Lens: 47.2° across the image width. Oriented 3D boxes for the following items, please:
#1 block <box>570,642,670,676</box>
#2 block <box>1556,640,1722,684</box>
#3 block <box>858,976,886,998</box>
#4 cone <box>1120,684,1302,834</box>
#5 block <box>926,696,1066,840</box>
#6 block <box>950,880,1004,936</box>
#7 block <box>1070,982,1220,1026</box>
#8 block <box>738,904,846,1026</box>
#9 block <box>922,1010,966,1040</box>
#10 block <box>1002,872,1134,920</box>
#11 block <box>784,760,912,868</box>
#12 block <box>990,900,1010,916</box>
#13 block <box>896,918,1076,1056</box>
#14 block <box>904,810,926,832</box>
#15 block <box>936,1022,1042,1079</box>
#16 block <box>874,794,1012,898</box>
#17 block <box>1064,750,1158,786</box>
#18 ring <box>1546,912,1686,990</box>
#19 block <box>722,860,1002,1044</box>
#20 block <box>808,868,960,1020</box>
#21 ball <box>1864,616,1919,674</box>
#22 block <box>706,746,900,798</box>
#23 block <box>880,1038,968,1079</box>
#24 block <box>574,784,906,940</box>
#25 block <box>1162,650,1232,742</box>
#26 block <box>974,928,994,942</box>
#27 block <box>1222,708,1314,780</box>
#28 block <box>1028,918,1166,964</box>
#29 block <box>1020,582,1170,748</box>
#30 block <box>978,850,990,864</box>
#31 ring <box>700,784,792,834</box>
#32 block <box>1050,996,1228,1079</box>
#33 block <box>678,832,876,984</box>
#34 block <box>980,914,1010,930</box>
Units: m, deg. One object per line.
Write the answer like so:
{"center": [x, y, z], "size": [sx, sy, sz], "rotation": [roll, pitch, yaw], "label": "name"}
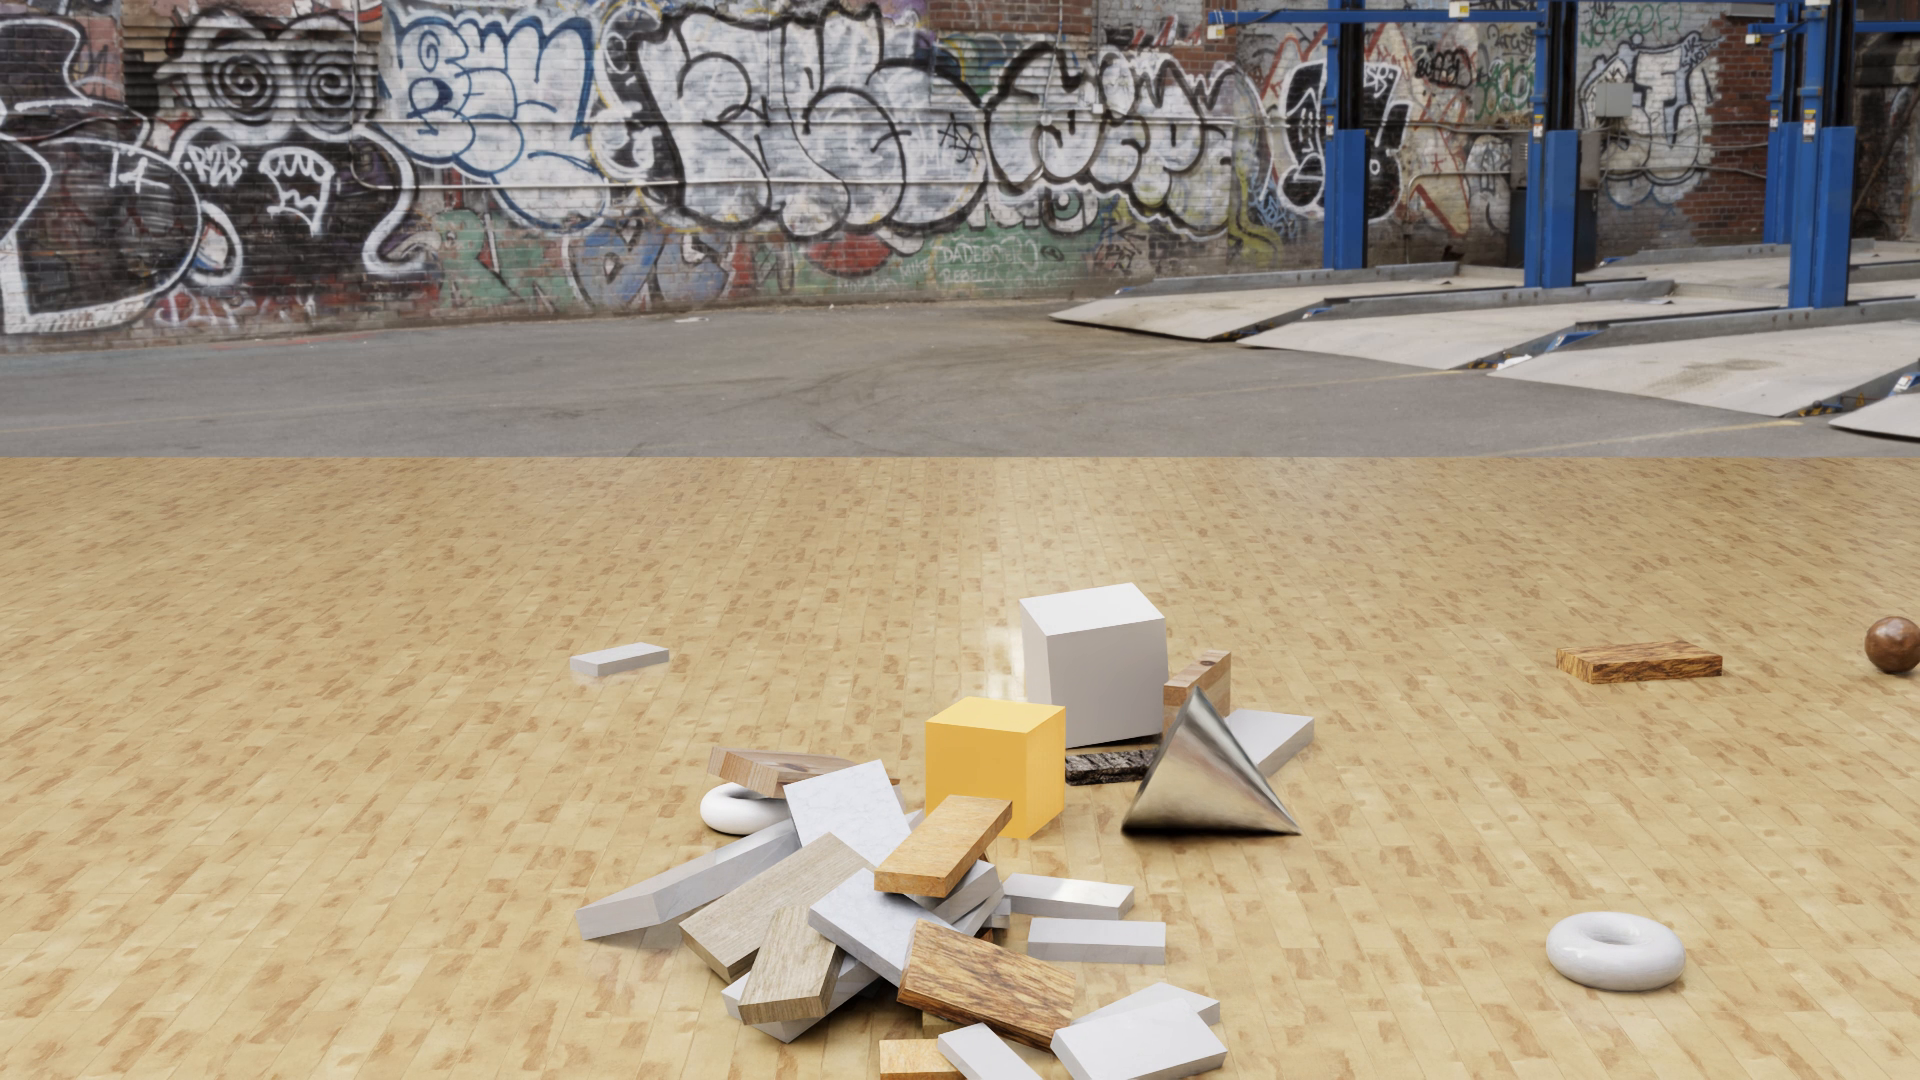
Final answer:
{"center": [-0.809, 0.284, 5.235], "size": [0.107, 0.030, 0.213], "rotation": [10, 14, 43], "label": "block"}
{"center": [1.596, 0.287, 5.172], "size": [0.335, 0.047, 0.167], "rotation": [-3, 11, -14], "label": "block"}
{"center": [-0.227, 0.604, 3.332], "size": [0.283, 0.040, 0.141], "rotation": [6, 35, 27], "label": "block"}
{"center": [0.492, 0.463, 3.990], "size": [0.296, 0.296, 0.296], "rotation": [28, 14, 5], "label": "cone"}
{"center": [0.067, 0.417, 4.058], "size": [0.198, 0.198, 0.198], "rotation": [4, 11, 23], "label": "block"}
{"center": [-0.004, 0.562, 3.300], "size": [0.085, 0.024, 0.169], "rotation": [-4, 19, 25], "label": "block"}
{"center": [0.258, 0.681, 3.098], "size": [0.108, 0.031, 0.216], "rotation": [10, 14, 42], "label": "block"}
{"center": [-0.230, 0.601, 3.144], "size": [0.120, 0.034, 0.239], "rotation": [-10, 22, 13], "label": "block"}
{"center": [-0.015, 0.664, 3.095], "size": [0.074, 0.021, 0.148], "rotation": [0, 10, -1], "label": "block"}
{"center": [0.171, 0.587, 3.603], "size": [0.210, 0.030, 0.105], "rotation": [4, 11, 18], "label": "block"}
{"center": [-0.175, 0.476, 3.577], "size": [0.171, 0.048, 0.342], "rotation": [-15, 24, -8], "label": "block"}
{"center": [0.036, 0.583, 3.473], "size": [0.085, 0.024, 0.169], "rotation": [-1, -11, 0], "label": "block"}
{"center": [0.039, 0.617, 3.038], "size": [0.239, 0.034, 0.120], "rotation": [21, 42, -8], "label": "block"}
{"center": [-0.160, 0.537, 3.697], "size": [0.147, 0.042, 0.293], "rotation": [-21, 4, 17], "label": "block"}
{"center": [0.042, 0.699, 2.923], "size": [0.074, 0.021, 0.148], "rotation": [-8, 28, -36], "label": "block"}
{"center": [-0.019, 0.460, 3.343], "size": [0.105, 0.030, 0.434], "rotation": [3, 9, 14], "label": "block"}
{"center": [0.303, 0.449, 4.344], "size": [0.213, 0.030, 0.107], "rotation": [-3, 11, -14], "label": "block"}
{"center": [0.990, 0.621, 3.321], "size": [0.204, 0.068, 0.204], "rotation": [0, 12, 0], "label": "ring"}
{"center": [-0.140, 0.585, 3.226], "size": [0.424, 0.040, 0.141], "rotation": [-31, 26, -34], "label": "block"}
{"center": [-0.080, 0.571, 3.126], "size": [0.257, 0.034, 0.120], "rotation": [30, 39, 27], "label": "block"}
{"center": [2.193, 0.246, 5.159], "size": [0.133, 0.133, 0.133], "rotation": [0, 11, 0], "label": "ball"}
{"center": [-0.287, 0.437, 4.076], "size": [0.171, 0.048, 0.342], "rotation": [15, 2, 38], "label": "block"}
{"center": [-0.045, 0.702, 2.965], "size": [0.125, 0.018, 0.063], "rotation": [-1, 30, -3], "label": "block"}
{"center": [-0.351, 0.533, 3.690], "size": [0.171, 0.048, 0.677], "rotation": [-18, -1, 34], "label": "block"}
{"center": [0.490, 0.344, 4.534], "size": [0.047, 0.167, 0.335], "rotation": [4, 11, 22], "label": "block"}
{"center": [-0.007, 0.618, 3.321], "size": [0.070, 0.020, 0.140], "rotation": [-5, 7, 21], "label": "block"}
{"center": [0.579, 0.420, 4.454], "size": [0.167, 0.047, 0.403], "rotation": [5, 12, 25], "label": "block"}
{"center": [0.213, 0.622, 3.413], "size": [0.210, 0.030, 0.105], "rotation": [1, 11, 6], "label": "block"}
{"center": [0.283, 0.262, 4.622], "size": [0.250, 0.250, 0.250], "rotation": [-8, 17, -9], "label": "block"}
{"center": [-0.028, 0.532, 3.610], "size": [0.147, 0.042, 0.293], "rotation": [-24, 4, -1], "label": "block"}
{"center": [-0.381, 0.490, 4.036], "size": [0.192, 0.064, 0.192], "rotation": [-1, 10, 0], "label": "ring"}
{"center": [0.241, 0.685, 2.961], "size": [0.216, 0.031, 0.108], "rotation": [-7, 36, -32], "label": "block"}
{"center": [-0.270, 0.558, 3.344], "size": [0.283, 0.040, 0.141], "rotation": [-29, 35, -26], "label": "block"}
{"center": [0.029, 0.589, 3.392], "size": [0.070, 0.020, 0.140], "rotation": [-3, -12, 12], "label": "block"}
